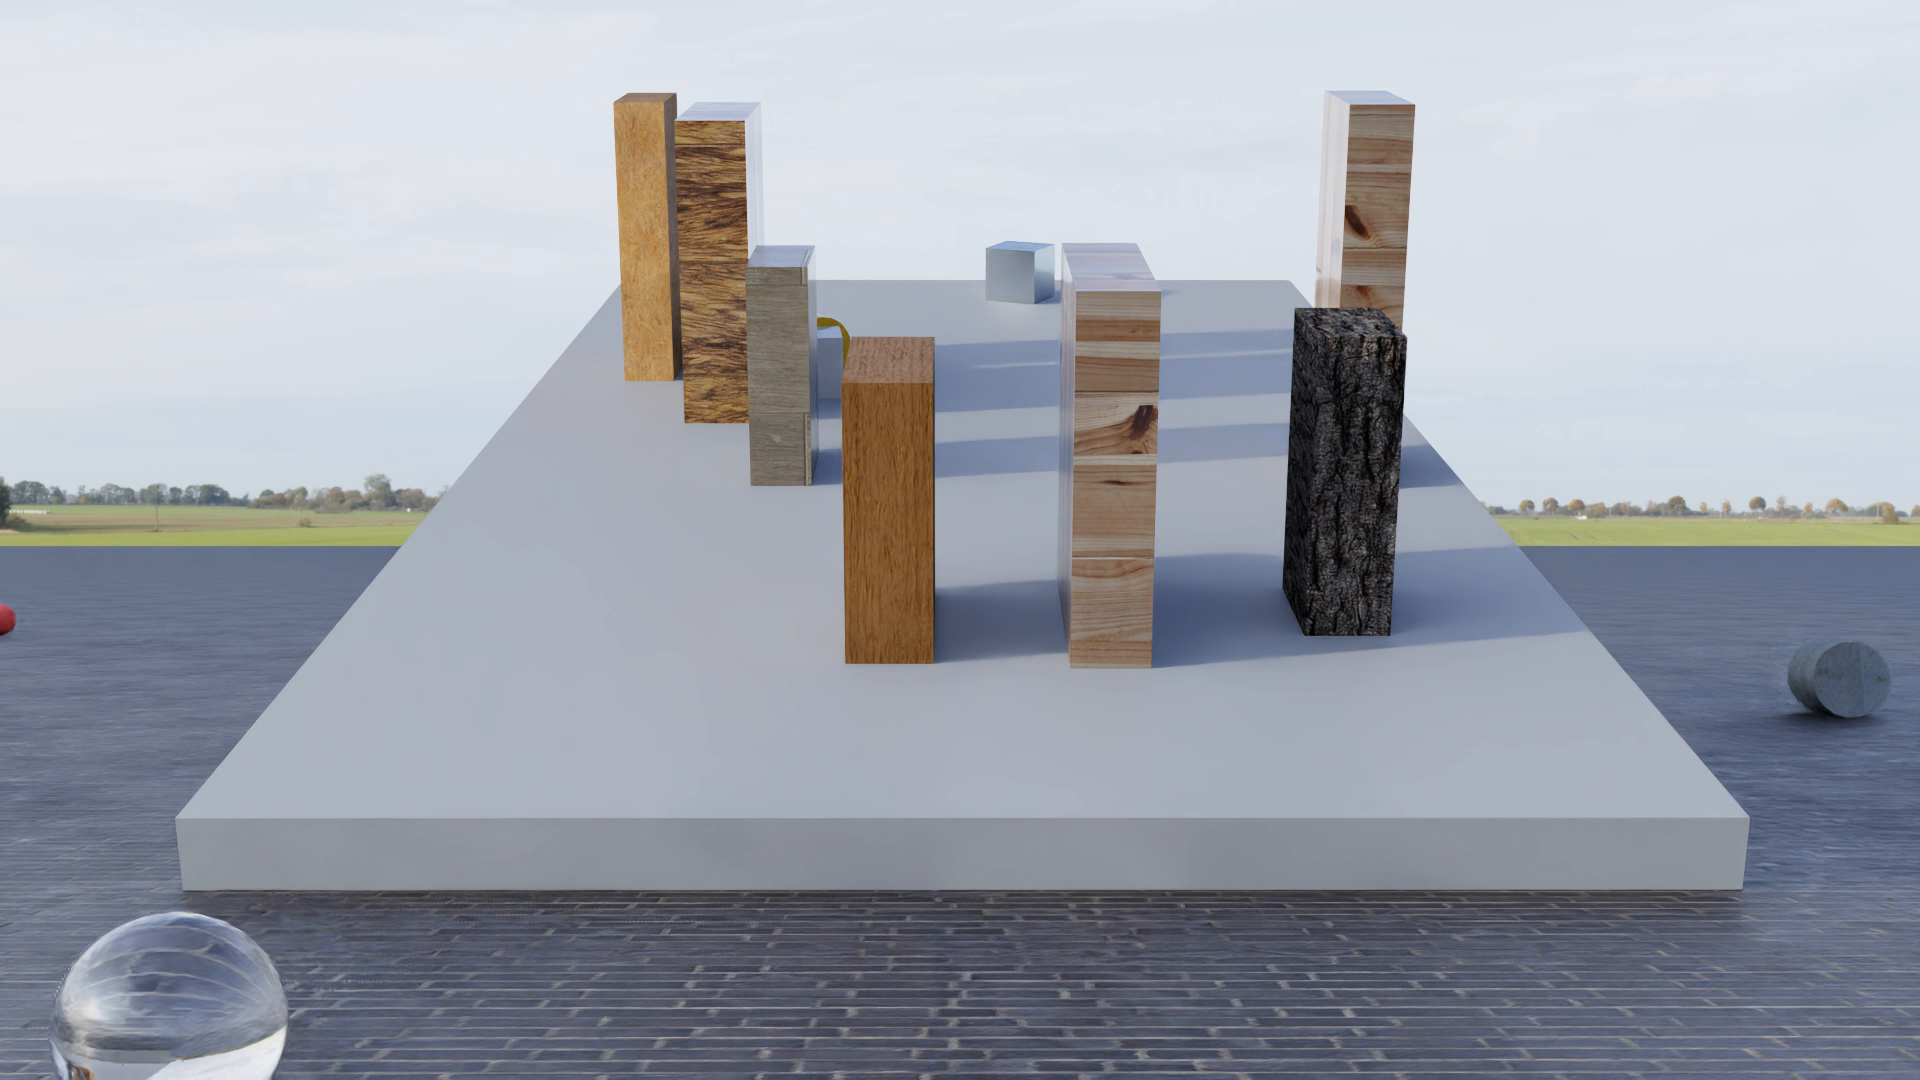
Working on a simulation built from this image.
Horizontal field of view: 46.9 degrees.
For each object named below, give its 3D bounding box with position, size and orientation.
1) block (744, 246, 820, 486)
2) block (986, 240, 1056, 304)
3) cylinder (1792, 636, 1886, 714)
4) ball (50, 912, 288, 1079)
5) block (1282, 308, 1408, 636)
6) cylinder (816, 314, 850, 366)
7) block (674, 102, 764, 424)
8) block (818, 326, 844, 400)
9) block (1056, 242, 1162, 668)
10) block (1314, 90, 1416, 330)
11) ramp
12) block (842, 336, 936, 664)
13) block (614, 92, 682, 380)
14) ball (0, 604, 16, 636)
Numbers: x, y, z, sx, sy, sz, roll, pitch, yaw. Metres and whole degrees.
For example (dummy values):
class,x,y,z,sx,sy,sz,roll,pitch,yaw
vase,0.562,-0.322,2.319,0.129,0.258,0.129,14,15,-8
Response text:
class,x,y,z,sx,sy,sz,roll,pitch,yaw
block,-0.353,-0.353,4.431,0.120,0.434,0.266,0,16,0
block,0.172,-0.765,6.328,0.151,0.151,0.151,7,18,24
cylinder,2.254,0.352,5.683,0.192,0.192,0.192,0,-10,10
ball,-0.593,0.365,1.665,0.169,0.169,0.169,0,0,0
block,0.611,-0.113,3.545,0.135,0.479,0.245,0,16,0
cylinder,-0.368,-0.469,5.314,0.158,0.158,0.158,0,14,-32
block,-0.531,-0.631,4.979,0.150,0.658,0.417,0,16,0
block,-0.347,-0.413,5.149,0.142,0.142,0.142,-2,17,-6
block,0.227,-0.145,3.481,0.123,0.576,0.448,0,16,0
block,0.788,-0.498,4.380,0.123,0.744,0.296,0,16,0
ramp,-0.002,-0.166,4.743,2.000,0.100,4.000,0,16,0
block,-0.108,-0.070,3.471,0.134,0.436,0.346,0,16,0
block,-0.742,-0.730,5.314,0.117,0.656,0.249,0,16,0
ball,-4.497,0.373,10.362,0.147,0.147,0.147,0,0,0
